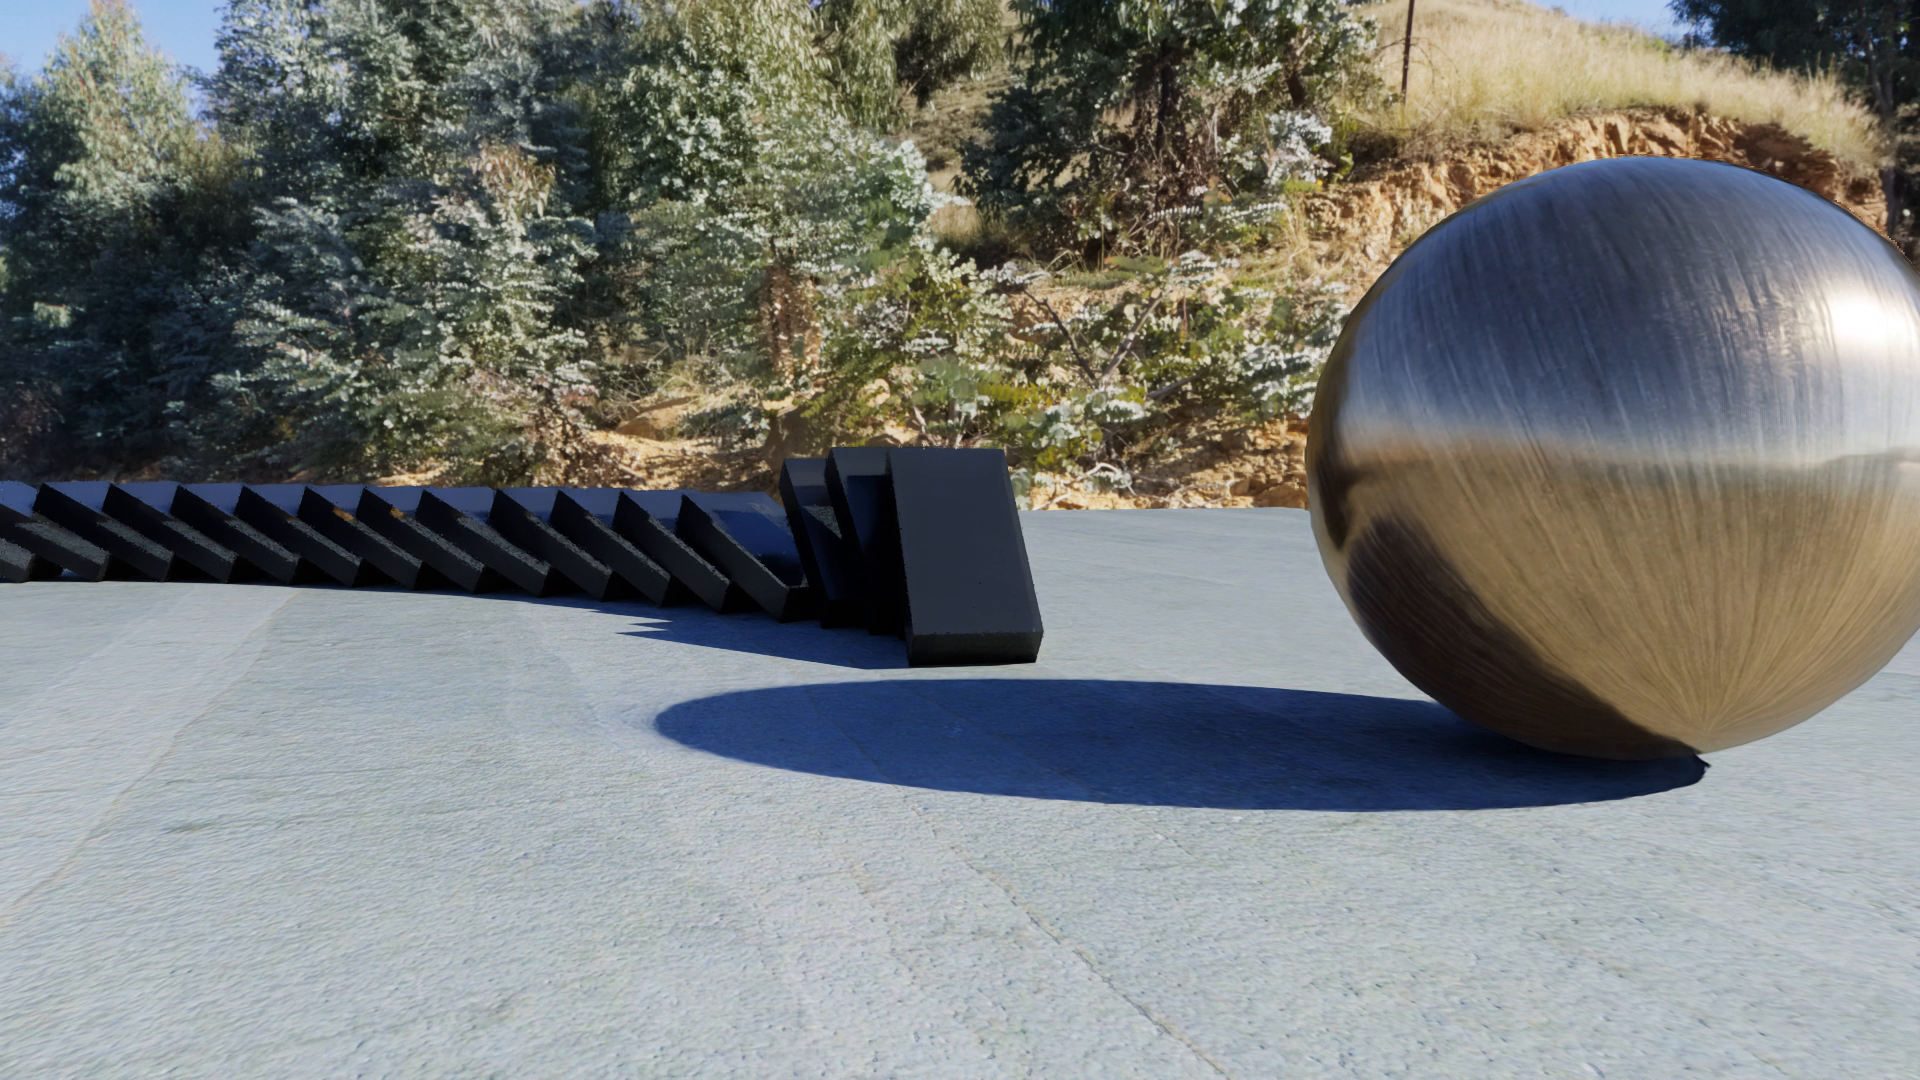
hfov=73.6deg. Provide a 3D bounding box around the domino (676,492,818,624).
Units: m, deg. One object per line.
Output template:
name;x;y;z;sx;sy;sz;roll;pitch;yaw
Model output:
domino;-0.048;0.003;0.326;0.025;0.009;0.050;-4;31;-44

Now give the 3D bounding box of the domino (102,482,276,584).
domino;-0.240;-0.003;0.405;0.050;0.009;0.025;27;10;10

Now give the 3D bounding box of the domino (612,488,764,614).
domino;-0.067;0.002;0.341;0.050;0.009;0.025;34;24;34

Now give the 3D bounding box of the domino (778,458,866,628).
domino;-0.026;0.000;0.314;0.025;0.009;0.050;-2;44;-22

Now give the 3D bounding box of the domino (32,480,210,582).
domino;-0.263;-0.003;0.408;0.050;0.010;0.025;27;8;7

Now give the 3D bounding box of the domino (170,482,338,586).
domino;-0.217;-0.003;0.401;0.050;0.009;0.025;27;11;13

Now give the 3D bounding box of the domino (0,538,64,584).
domino;-0.309;-0.003;0.399;0.050;0.009;0.025;26;-1;-11

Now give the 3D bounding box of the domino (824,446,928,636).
domino;-0.014;-0.001;0.302;0.025;0.009;0.050;-2;49;-22

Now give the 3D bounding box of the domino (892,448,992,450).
domino;-0.001;0.001;0.276;0.025;0.010;0.050;0;48;-10

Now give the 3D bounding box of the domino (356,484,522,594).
domino;-0.151;-0.001;0.381;0.050;0.010;0.025;28;15;19

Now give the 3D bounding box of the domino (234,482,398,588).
domino;-0.195;-0.002;0.396;0.050;0.010;0.025;28;13;16

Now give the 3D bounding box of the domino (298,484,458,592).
domino;-0.173;-0.002;0.390;0.050;0.010;0.025;28;14;19

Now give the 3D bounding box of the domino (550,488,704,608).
domino;-0.087;0.001;0.354;0.050;0.010;0.025;32;21;30

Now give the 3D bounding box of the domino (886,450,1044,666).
domino;0.000;0.002;0.262;0.025;0.009;0.050;-1;48;-10

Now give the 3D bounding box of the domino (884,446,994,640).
domino;-0.003;0.000;0.289;0.025;0.010;0.050;1;48;-9

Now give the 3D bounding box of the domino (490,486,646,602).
domino;-0.107;0.000;0.365;0.050;0.010;0.025;31;19;26

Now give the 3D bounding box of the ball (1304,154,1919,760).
ball;0.088;-0.011;0.174;0.080;0.080;0.080;0;4;0

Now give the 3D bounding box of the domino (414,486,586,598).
domino;-0.130;0.000;0.373;0.050;0.009;0.025;28;15;20

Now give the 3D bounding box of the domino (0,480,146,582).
domino;-0.286;-0.003;0.406;0.050;0.009;0.025;26;4;-1
